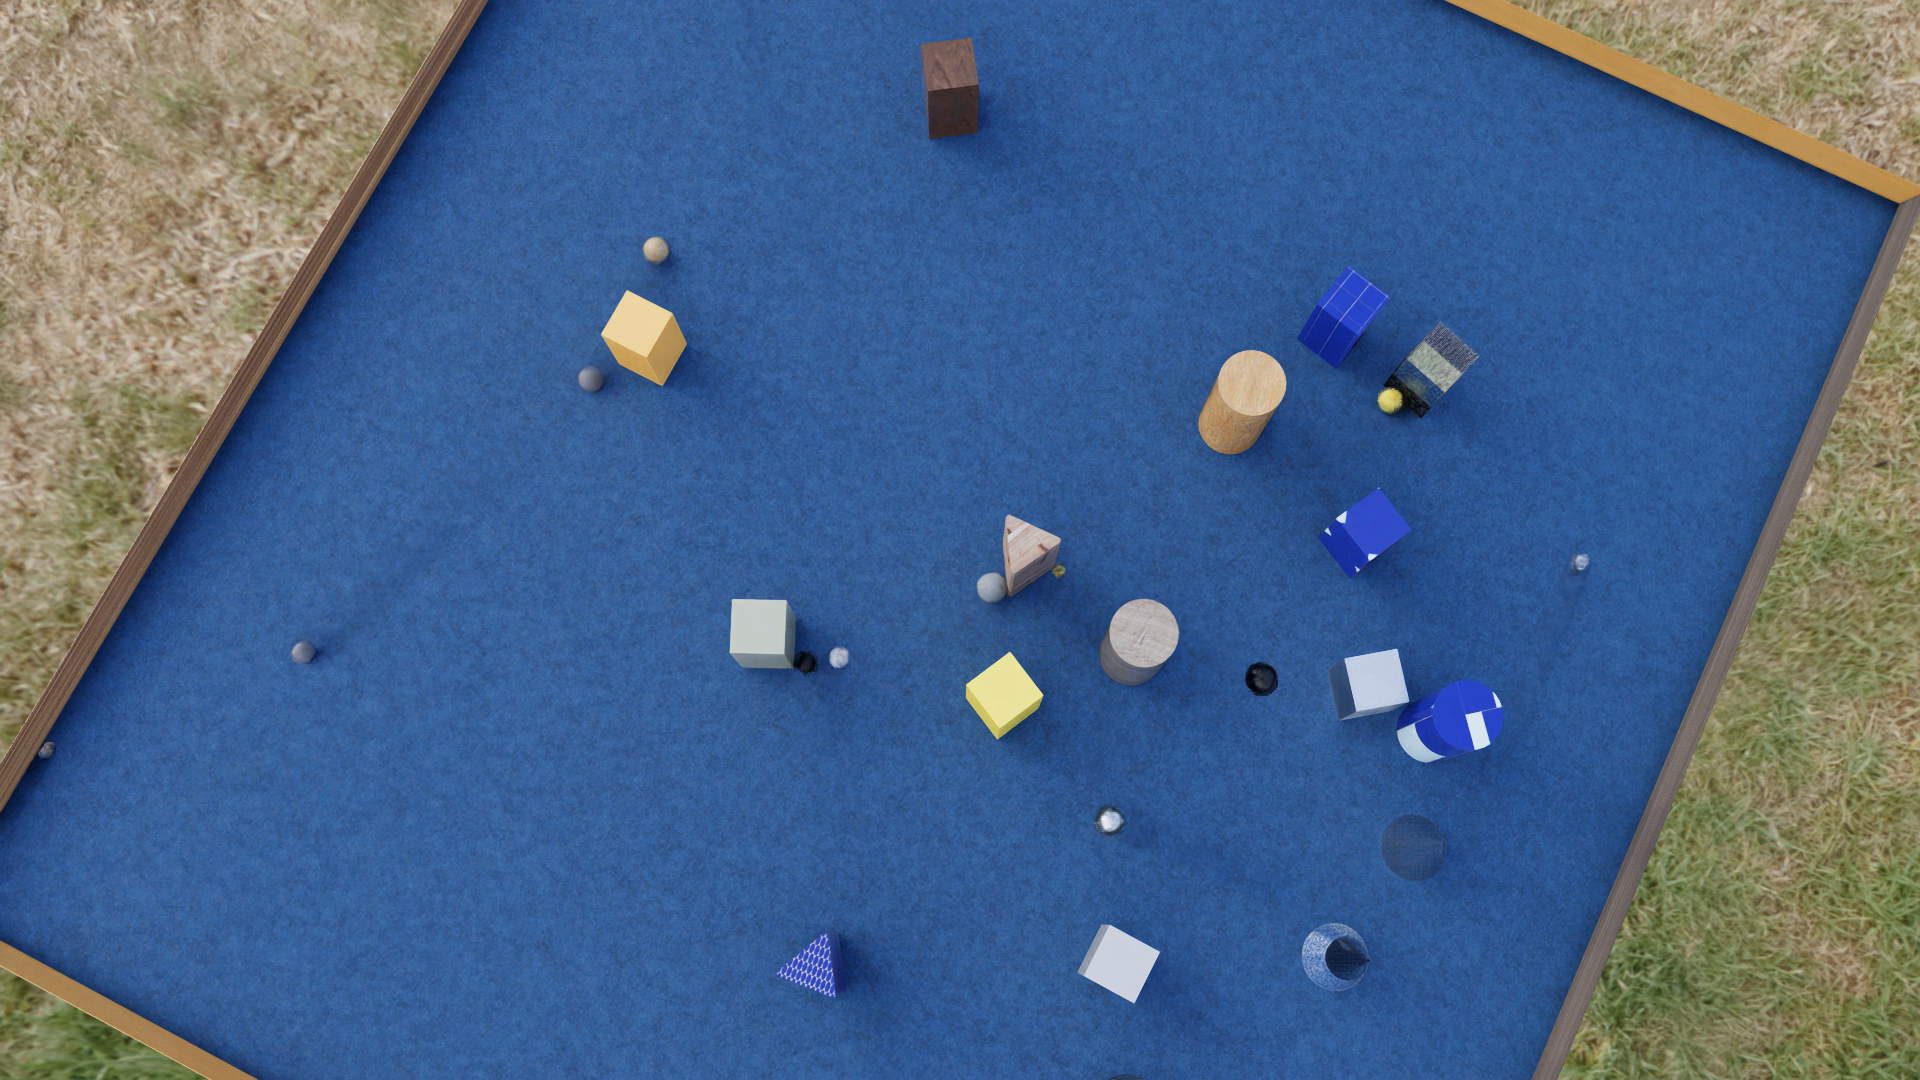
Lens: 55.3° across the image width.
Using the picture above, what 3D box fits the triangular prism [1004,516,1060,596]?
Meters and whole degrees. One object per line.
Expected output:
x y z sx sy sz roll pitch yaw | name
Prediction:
0.177 0.027 5.414 0.169 0.386 0.146 -34 80 -7 | triangular prism

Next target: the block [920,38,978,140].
-0.031 -1.408 5.730 0.156 0.349 0.156 -8 78 -2 | block

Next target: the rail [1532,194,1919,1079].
1.952 0.963 5.352 0.045 0.127 4.688 26 80 5 | rail

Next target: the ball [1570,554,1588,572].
1.884 0.072 5.574 0.055 0.055 0.055 0 78 0 | ball

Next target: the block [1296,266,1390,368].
1.166 -0.675 5.587 0.156 0.332 0.156 39 81 7 | block

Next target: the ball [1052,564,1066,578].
0.300 0.095 5.575 0.041 0.041 0.041 0 78 0 | ball

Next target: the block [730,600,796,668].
-0.578 0.279 5.400 0.156 0.310 0.156 1 78 0 | block

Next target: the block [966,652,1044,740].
0.127 0.458 5.355 0.156 0.327 0.156 -36 81 -7 | block

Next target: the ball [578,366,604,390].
-1.141 -0.501 5.680 0.079 0.079 0.079 0 78 0 | ball

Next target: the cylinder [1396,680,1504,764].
1.408 0.529 5.288 0.195 0.430 0.195 0 78 0 | cylinder

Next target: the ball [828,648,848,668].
-0.365 0.356 5.512 0.060 0.060 0.060 0 78 0 | ball

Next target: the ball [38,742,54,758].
-2.727 0.627 5.464 0.045 0.045 0.045 0 78 0 | ball

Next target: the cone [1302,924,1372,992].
1.098 1.172 5.128 0.195 0.482 0.195 0 78 0 | cone

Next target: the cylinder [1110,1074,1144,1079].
0.481 1.595 5.063 0.195 0.438 0.195 0 78 0 | cylinder

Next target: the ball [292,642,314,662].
-1.975 0.337 5.514 0.064 0.064 0.064 0 78 0 | ball

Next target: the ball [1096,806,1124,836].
0.443 0.828 5.401 0.086 0.086 0.086 0 78 0 | ball

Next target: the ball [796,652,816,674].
-0.461 0.369 5.509 0.061 0.061 0.061 0 78 0 | ball

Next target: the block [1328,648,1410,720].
1.201 0.429 5.401 0.156 0.249 0.156 -10 78 -2 | block

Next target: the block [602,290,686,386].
-0.961 -0.612 5.592 0.156 0.297 0.156 27 80 5 | block

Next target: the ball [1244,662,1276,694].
0.900 0.413 5.483 0.094 0.094 0.094 0 78 0 | ball

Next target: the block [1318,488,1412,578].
1.207 -0.018 5.476 0.156 0.283 0.156 -35 80 -7 | block

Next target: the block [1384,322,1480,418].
1.431 -0.514 5.576 0.156 0.288 0.156 44 82 8 | block

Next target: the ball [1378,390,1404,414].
1.332 -0.429 5.667 0.074 0.074 0.074 0 78 0 | ball

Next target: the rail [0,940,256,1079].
-1.038 2.039 5.129 4.413 0.127 0.045 26 80 5 | rail

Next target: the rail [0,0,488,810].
-1.952 -0.949 5.747 0.045 0.127 4.688 26 80 5 | rail

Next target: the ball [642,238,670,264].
-0.956 -0.911 5.764 0.081 0.081 0.081 0 78 0 | ball

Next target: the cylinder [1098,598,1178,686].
0.517 0.302 5.345 0.195 0.408 0.195 0 78 0 | cylinder

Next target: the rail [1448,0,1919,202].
1.038 -2.026 5.970 4.413 0.127 0.045 26 80 5 | rail

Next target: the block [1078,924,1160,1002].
0.448 1.202 5.212 0.156 0.305 0.156 28 80 5 | block

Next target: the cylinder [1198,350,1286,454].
0.838 -0.405 5.472 0.195 0.447 0.195 0 78 0 | cylinder

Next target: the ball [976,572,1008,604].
0.097 0.146 5.539 0.092 0.092 0.092 0 78 0 | ball

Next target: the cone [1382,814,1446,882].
1.345 0.877 5.263 0.195 0.337 0.195 0 78 0 | cone

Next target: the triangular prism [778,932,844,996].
-0.388 1.174 5.152 0.169 0.435 0.146 21 79 4 | triangular prism
